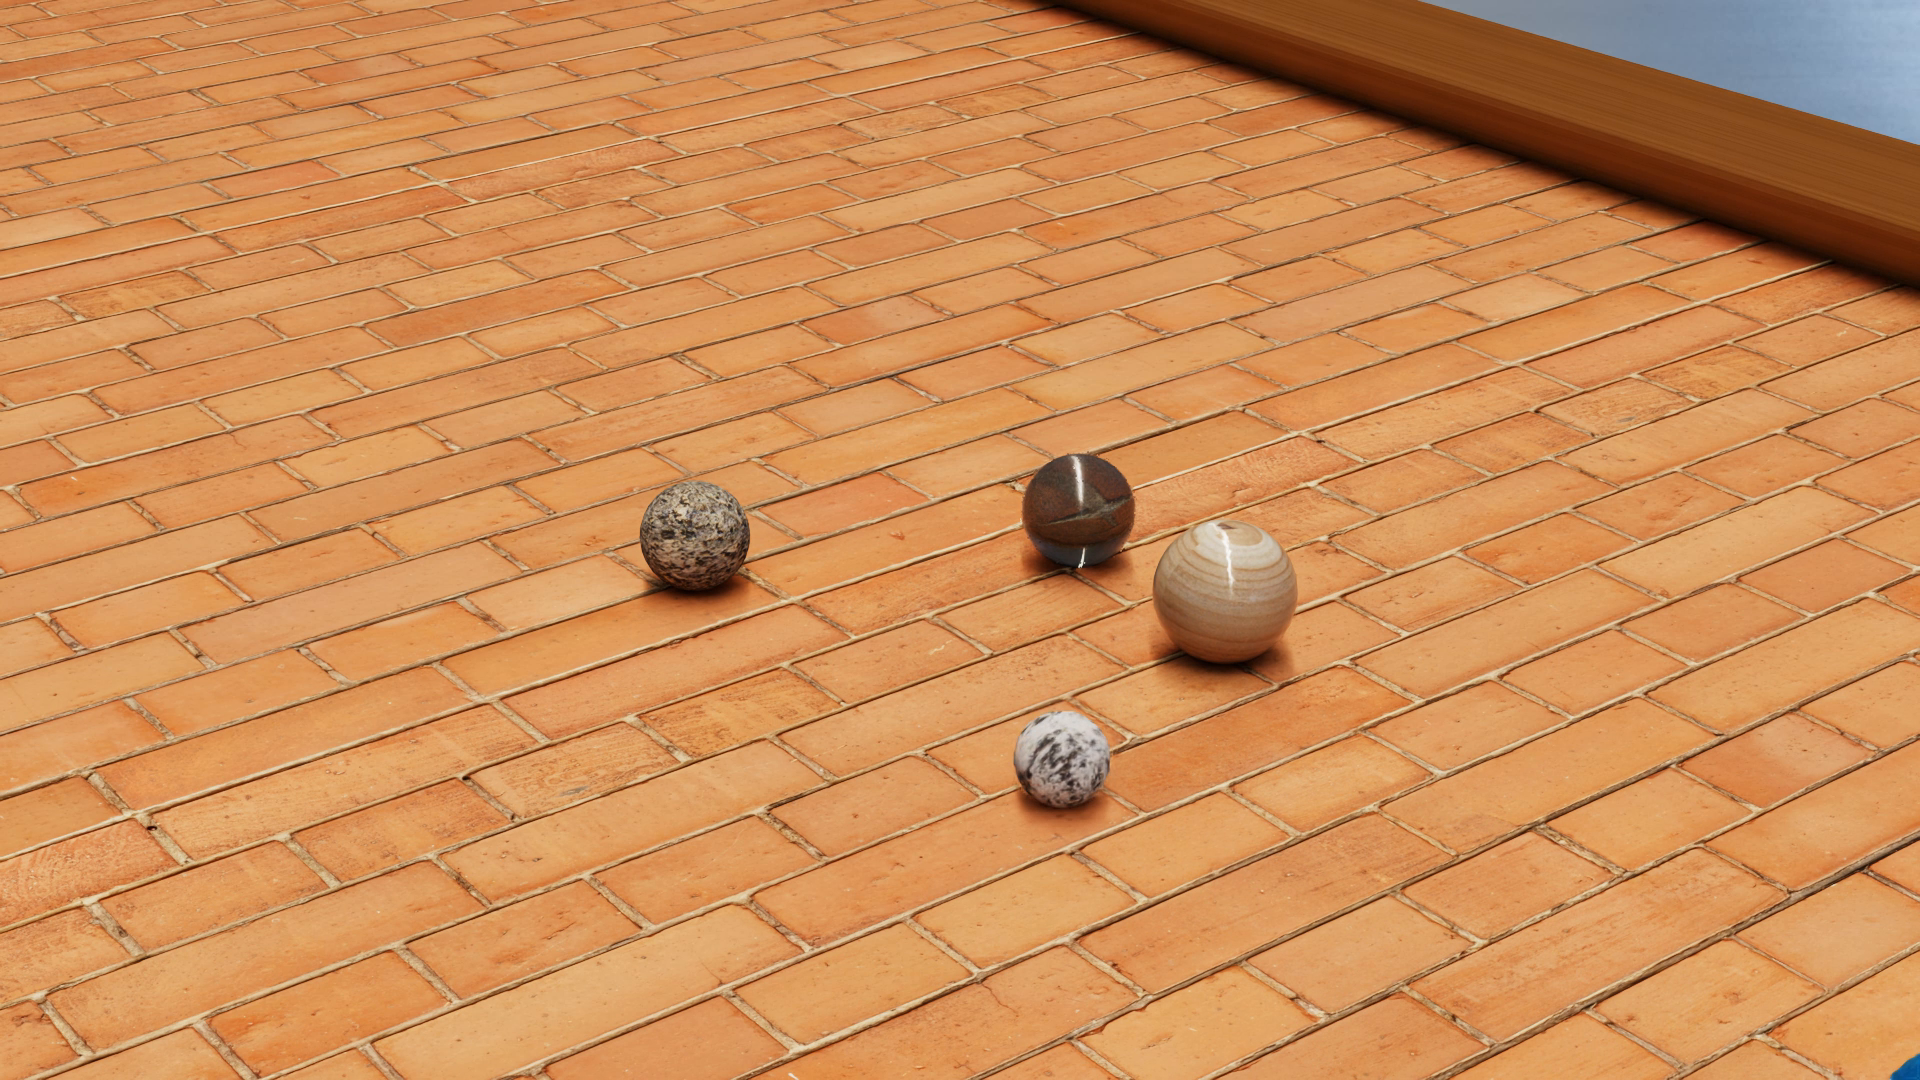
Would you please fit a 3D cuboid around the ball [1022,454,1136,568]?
[{"bbox_3d":[0.087,-0.022,2.158,0.084,0.084,0.084,0,25,0],"label":"ball"}]

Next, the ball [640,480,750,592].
[{"bbox_3d":[-0.191,-0.003,2.124,0.080,0.080,0.080,0,25,0],"label":"ball"}]

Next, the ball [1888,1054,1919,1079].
[{"bbox_3d":[0.504,0.299,1.469,0.093,0.093,0.093,0,25,0],"label":"ball"}]

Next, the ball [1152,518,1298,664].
[{"bbox_3d":[0.182,0.035,2.019,0.100,0.100,0.100,0,25,0],"label":"ball"}]

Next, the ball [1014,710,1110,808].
[{"bbox_3d":[0.064,0.137,1.849,0.061,0.061,0.061,0,25,0],"label":"ball"}]

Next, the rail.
[{"bbox_3d":[0.222,-0.643,3.419,0.045,0.130,4.079,-18,31,-33],"label":"rail"}]
